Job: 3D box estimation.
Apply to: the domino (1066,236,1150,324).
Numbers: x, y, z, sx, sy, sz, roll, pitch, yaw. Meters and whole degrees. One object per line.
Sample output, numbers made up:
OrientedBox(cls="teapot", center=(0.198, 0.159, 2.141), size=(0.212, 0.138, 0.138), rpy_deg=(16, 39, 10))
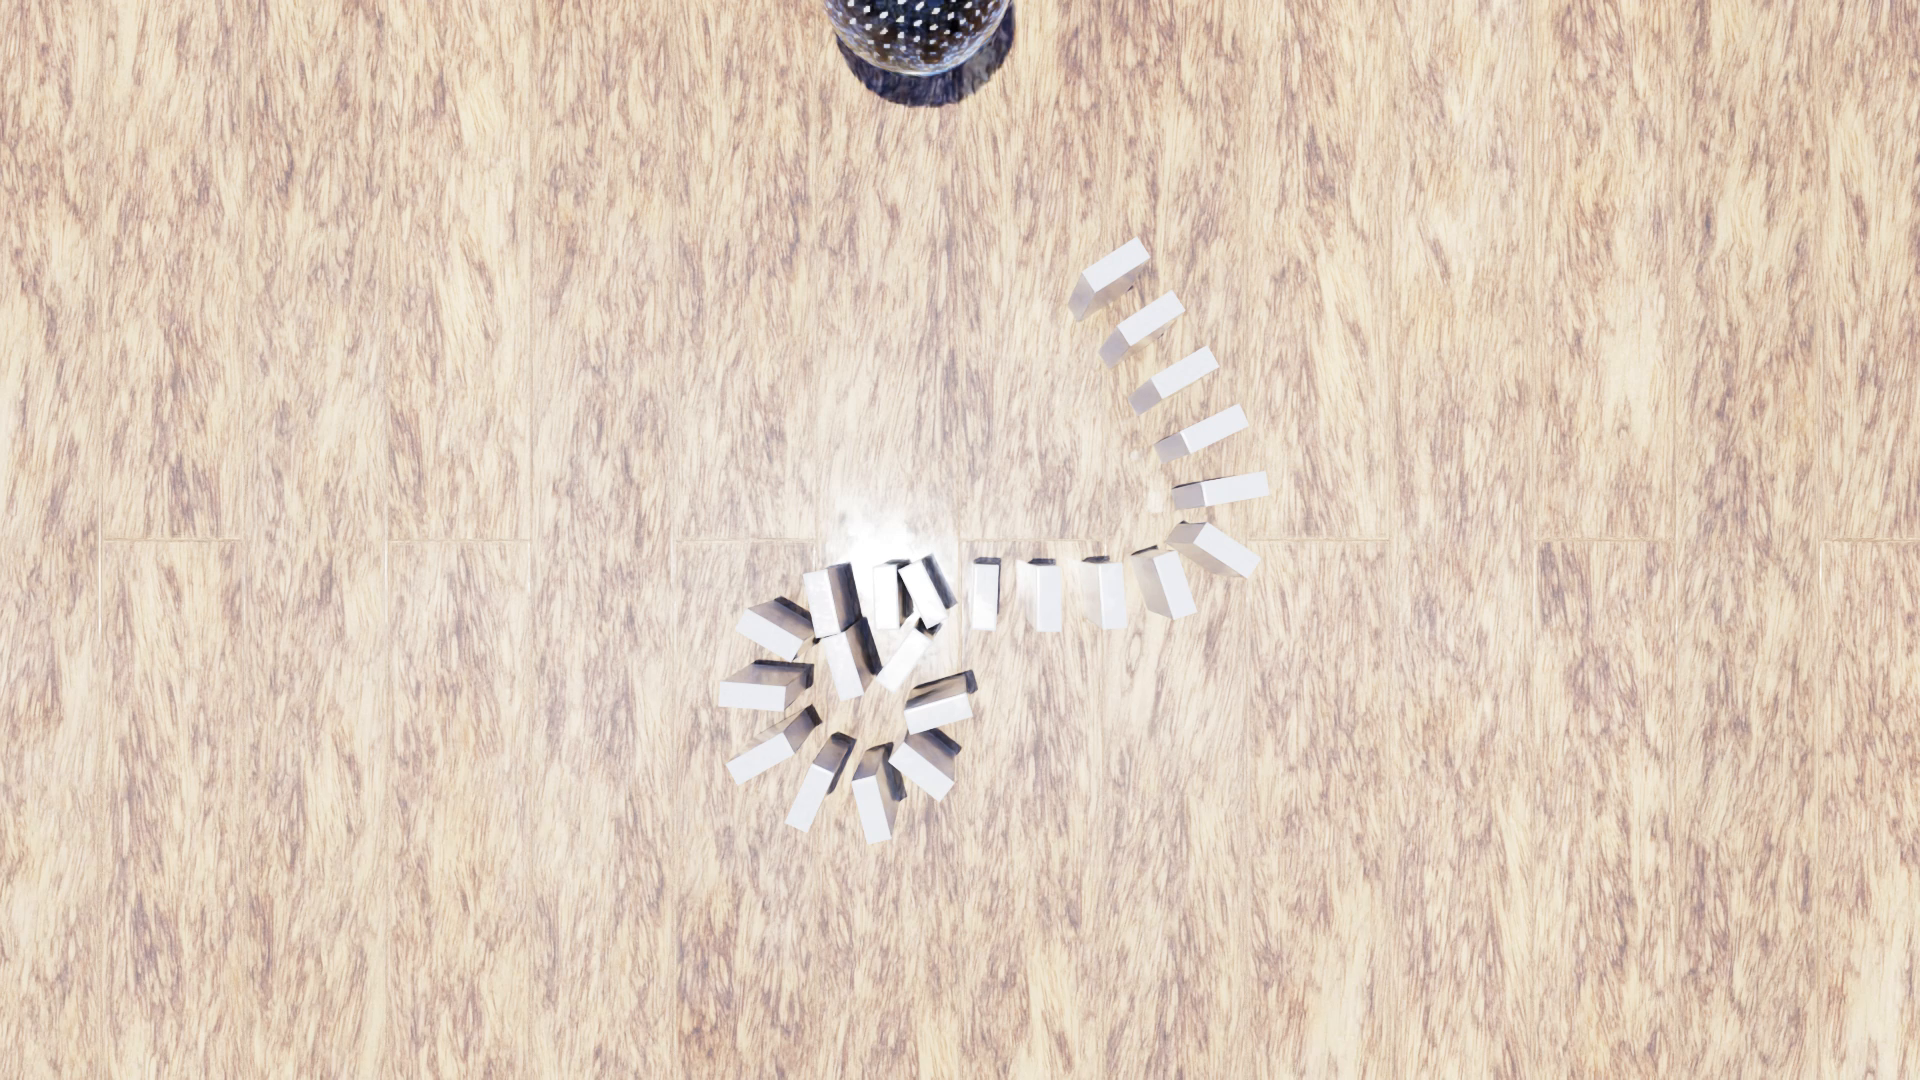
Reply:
OrientedBox(cls="domino", center=(0.060, -0.105, 0.375), size=(0.025, 0.050, 0.009), rpy_deg=(-33, 90, 0))

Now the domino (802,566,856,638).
OrientedBox(cls="domino", center=(-0.053, 0.024, 0.375), size=(0.010, 0.050, 0.025), rpy_deg=(-12, 90, 0))

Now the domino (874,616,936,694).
OrientedBox(cls="domino", center=(-0.021, 0.046, 0.375), size=(0.009, 0.050, 0.025), rpy_deg=(36, 90, 0))

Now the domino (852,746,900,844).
OrientedBox(cls="domino", center=(-0.034, 0.103, 0.375), size=(0.010, 0.050, 0.025), rpy_deg=(-14, 90, 0))

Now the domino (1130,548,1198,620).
OrientedBox(cls="domino", center=(0.082, 0.017, 0.375), size=(0.010, 0.050, 0.025), rpy_deg=(-19, 90, 0))

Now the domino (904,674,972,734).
OrientedBox(cls="domino", center=(-0.008, 0.066, 0.375), size=(0.025, 0.050, 0.009), rpy_deg=(-16, 90, 0))

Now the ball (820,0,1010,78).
OrientedBox(cls="ball", center=(-0.018, -0.227, 0.360), size=(0.080, 0.080, 0.080), rpy_deg=(0, 90, 0))

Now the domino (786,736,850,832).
OrientedBox(cls="domino", center=(-0.057, 0.099, 0.375), size=(0.010, 0.050, 0.025), rpy_deg=(25, 90, 0))

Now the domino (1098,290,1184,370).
OrientedBox(cls="domino", center=(0.073, -0.085, 0.375), size=(0.025, 0.050, 0.009), rpy_deg=(-33, 90, 0))

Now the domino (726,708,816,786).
OrientedBox(cls="domino", center=(-0.076, 0.084, 0.375), size=(0.025, 0.050, 0.010), rpy_deg=(-29, 90, 0))

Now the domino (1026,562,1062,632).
OrientedBox(cls="domino", center=(0.034, 0.023, 0.375), size=(0.010, 0.050, 0.025), rpy_deg=(0, 90, 0))

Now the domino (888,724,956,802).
OrientedBox(cls="domino", center=(-0.015, 0.089, 0.375), size=(0.025, 0.050, 0.009), rpy_deg=(39, 90, 0))

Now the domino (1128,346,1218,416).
OrientedBox(cls="domino", center=(0.086, -0.064, 0.375), size=(0.025, 0.050, 0.010), rpy_deg=(-30, 90, 0))

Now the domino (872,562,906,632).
OrientedBox(cls="domino", center=(-0.029, 0.022, 0.375), size=(0.010, 0.050, 0.025), rpy_deg=(-3, 90, 0))

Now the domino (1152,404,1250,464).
OrientedBox(cls="domino", center=(0.097, -0.043, 0.375), size=(0.025, 0.050, 0.010), rpy_deg=(-26, 90, 0))

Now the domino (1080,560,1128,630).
OrientedBox(cls="domino", center=(0.058, 0.021, 0.375), size=(0.009, 0.050, 0.025), rpy_deg=(-5, 90, 0))

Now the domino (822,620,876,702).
OrientedBox(cls="domino", center=(-0.045, 0.048, 0.375), size=(0.010, 0.050, 0.025), rpy_deg=(-17, 90, 0))

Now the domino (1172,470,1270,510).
OrientedBox(cls="domino", center=(0.105, -0.020, 0.375), size=(0.025, 0.050, 0.010), rpy_deg=(-10, 90, 0))

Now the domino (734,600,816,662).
OrientedBox(cls="domino", center=(-0.073, 0.036, 0.375), size=(0.025, 0.050, 0.010), rpy_deg=(30, 90, 0))

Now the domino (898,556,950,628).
OrientedBox(cls="domino", center=(-0.014, 0.021, 0.375), size=(0.010, 0.050, 0.025), rpy_deg=(-26, 90, 0))

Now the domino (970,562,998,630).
OrientedBox(cls="domino", center=(0.010, 0.022, 0.375), size=(0.010, 0.050, 0.025), rpy_deg=(2, 90, 0))

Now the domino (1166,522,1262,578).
OrientedBox(cls="domino", center=(0.102, 0.004, 0.375), size=(0.025, 0.050, 0.009), rpy_deg=(33, 90, 0))

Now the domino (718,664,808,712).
OrientedBox(cls="domino", center=(-0.079, 0.060, 0.375), size=(0.025, 0.050, 0.009), rpy_deg=(5, 90, 0))
